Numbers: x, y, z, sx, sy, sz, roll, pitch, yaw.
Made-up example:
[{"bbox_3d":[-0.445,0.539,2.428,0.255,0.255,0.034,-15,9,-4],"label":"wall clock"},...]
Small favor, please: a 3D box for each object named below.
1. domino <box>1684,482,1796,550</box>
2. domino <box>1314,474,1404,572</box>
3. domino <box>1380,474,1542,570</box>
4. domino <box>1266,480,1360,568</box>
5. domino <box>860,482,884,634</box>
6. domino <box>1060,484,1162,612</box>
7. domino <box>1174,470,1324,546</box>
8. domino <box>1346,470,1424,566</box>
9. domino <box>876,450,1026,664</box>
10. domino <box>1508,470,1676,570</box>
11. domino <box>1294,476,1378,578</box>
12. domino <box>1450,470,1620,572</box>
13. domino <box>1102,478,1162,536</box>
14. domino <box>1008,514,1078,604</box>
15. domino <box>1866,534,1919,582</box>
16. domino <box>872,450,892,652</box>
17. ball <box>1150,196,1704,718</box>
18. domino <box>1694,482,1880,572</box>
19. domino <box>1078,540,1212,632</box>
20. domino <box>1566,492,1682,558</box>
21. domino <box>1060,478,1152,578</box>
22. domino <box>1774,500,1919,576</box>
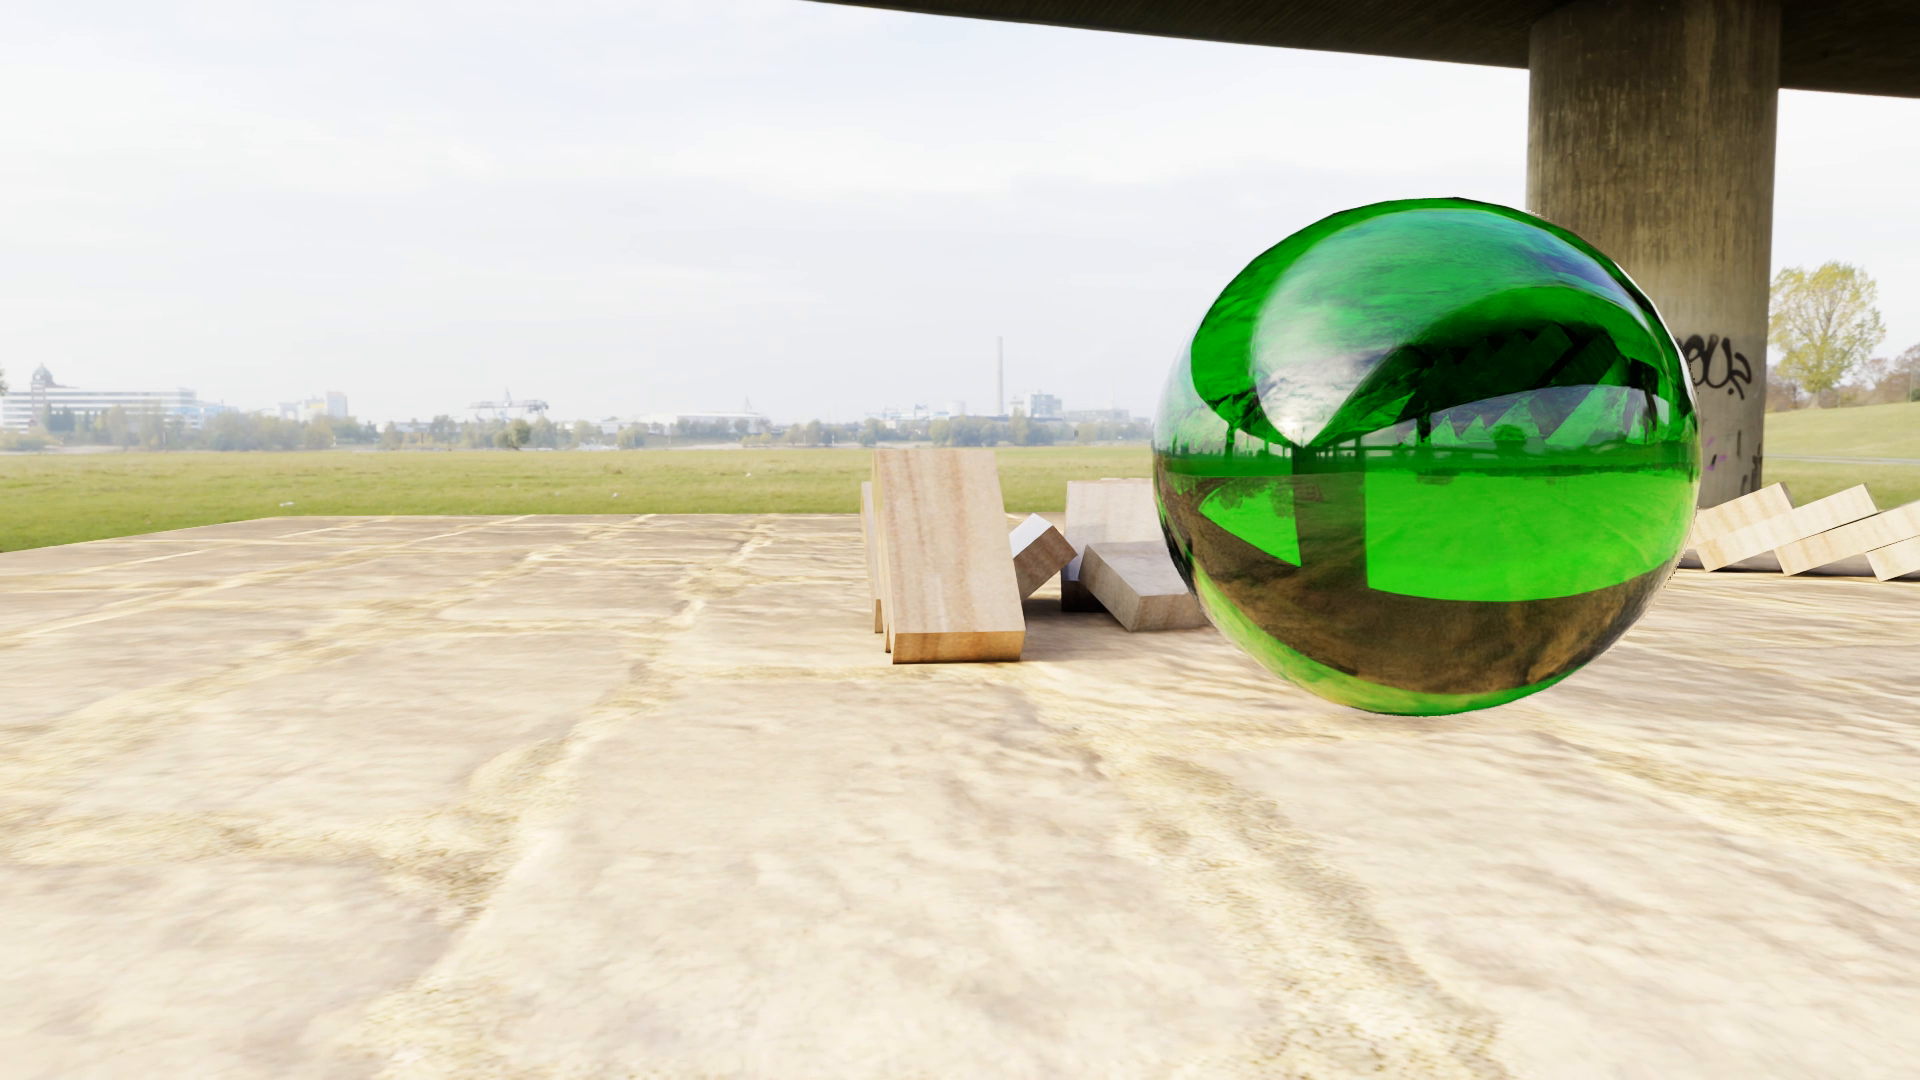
[{"bbox_3d":[0.254,-0.005,0.435,0.050,0.009,0.025,-28,-13,34],"label":"domino"},{"bbox_3d":[0.127,-0.006,0.435,0.025,0.009,0.050,1,30,46],"label":"domino"},{"bbox_3d":[0.171,-0.006,0.442,0.050,0.009,0.025,-28,2,5],"label":"domino"},{"bbox_3d":[0.100,-0.003,0.400,0.050,0.009,0.025,-36,26,-33],"label":"domino"},{"bbox_3d":[-0.010,0.003,0.309,0.025,0.009,0.050,-1,34,-8],"label":"domino"},{"bbox_3d":[0.041,0.001,0.342,0.025,0.010,0.050,1,32,8],"label":"domino"},{"bbox_3d":[0.083,-0.003,0.386,0.050,0.010,0.025,-36,19,-21],"label":"domino"},{"bbox_3d":[0.141,-0.008,0.452,0.025,0.009,0.050,-2,28,43],"label":"domino"},{"bbox_3d":[-0.003,0.002,0.263,0.025,0.010,0.050,-1,48,-8],"label":"domino"},{"bbox_3d":[0.214,-0.007,0.440,0.050,0.009,0.025,-28,7,4],"label":"domino"},{"bbox_3d":[0.113,-0.005,0.419,0.025,0.009,0.050,1,31,46],"label":"domino"},{"bbox_3d":[0.194,-0.007,0.437,0.050,0.009,0.025,-28,6,7],"label":"domino"},{"bbox_3d":[0.051,-0.002,0.385,0.025,0.010,0.050,1,32,18],"label":"domino"},{"bbox_3d":[0.015,0.006,0.330,0.025,0.010,0.050,-40,5,1],"label":"domino"},{"bbox_3d":[0.308,-0.002,0.392,0.050,0.009,0.025,-27,-13,36],"label":"domino"},{"bbox_3d":[-0.005,0.001,0.277,0.025,0.009,0.050,-1,48,-8],"label":"domino"},{"bbox_3d":[0.070,-0.013,0.201,0.080,0.080,0.080,0,4,0],"label":"ball"},{"bbox_3d":[0.272,-0.004,0.422,0.050,0.009,0.025,-28,-14,35],"label":"domino"},{"bbox_3d":[0.057,0.010,0.308,0.050,0.010,0.025,-2,29,-26],"label":"domino"},{"bbox_3d":[0.235,-0.005,0.467,0.050,0.009,0.025,-17,1,-29],"label":"domino"},{"bbox_3d":[0.042,-0.001,0.365,0.025,0.010,0.050,-1,31,8],"label":"domino"},{"bbox_3d":[0.289,-0.002,0.408,0.050,0.009,0.025,-26,-13,36],"label":"domino"}]
